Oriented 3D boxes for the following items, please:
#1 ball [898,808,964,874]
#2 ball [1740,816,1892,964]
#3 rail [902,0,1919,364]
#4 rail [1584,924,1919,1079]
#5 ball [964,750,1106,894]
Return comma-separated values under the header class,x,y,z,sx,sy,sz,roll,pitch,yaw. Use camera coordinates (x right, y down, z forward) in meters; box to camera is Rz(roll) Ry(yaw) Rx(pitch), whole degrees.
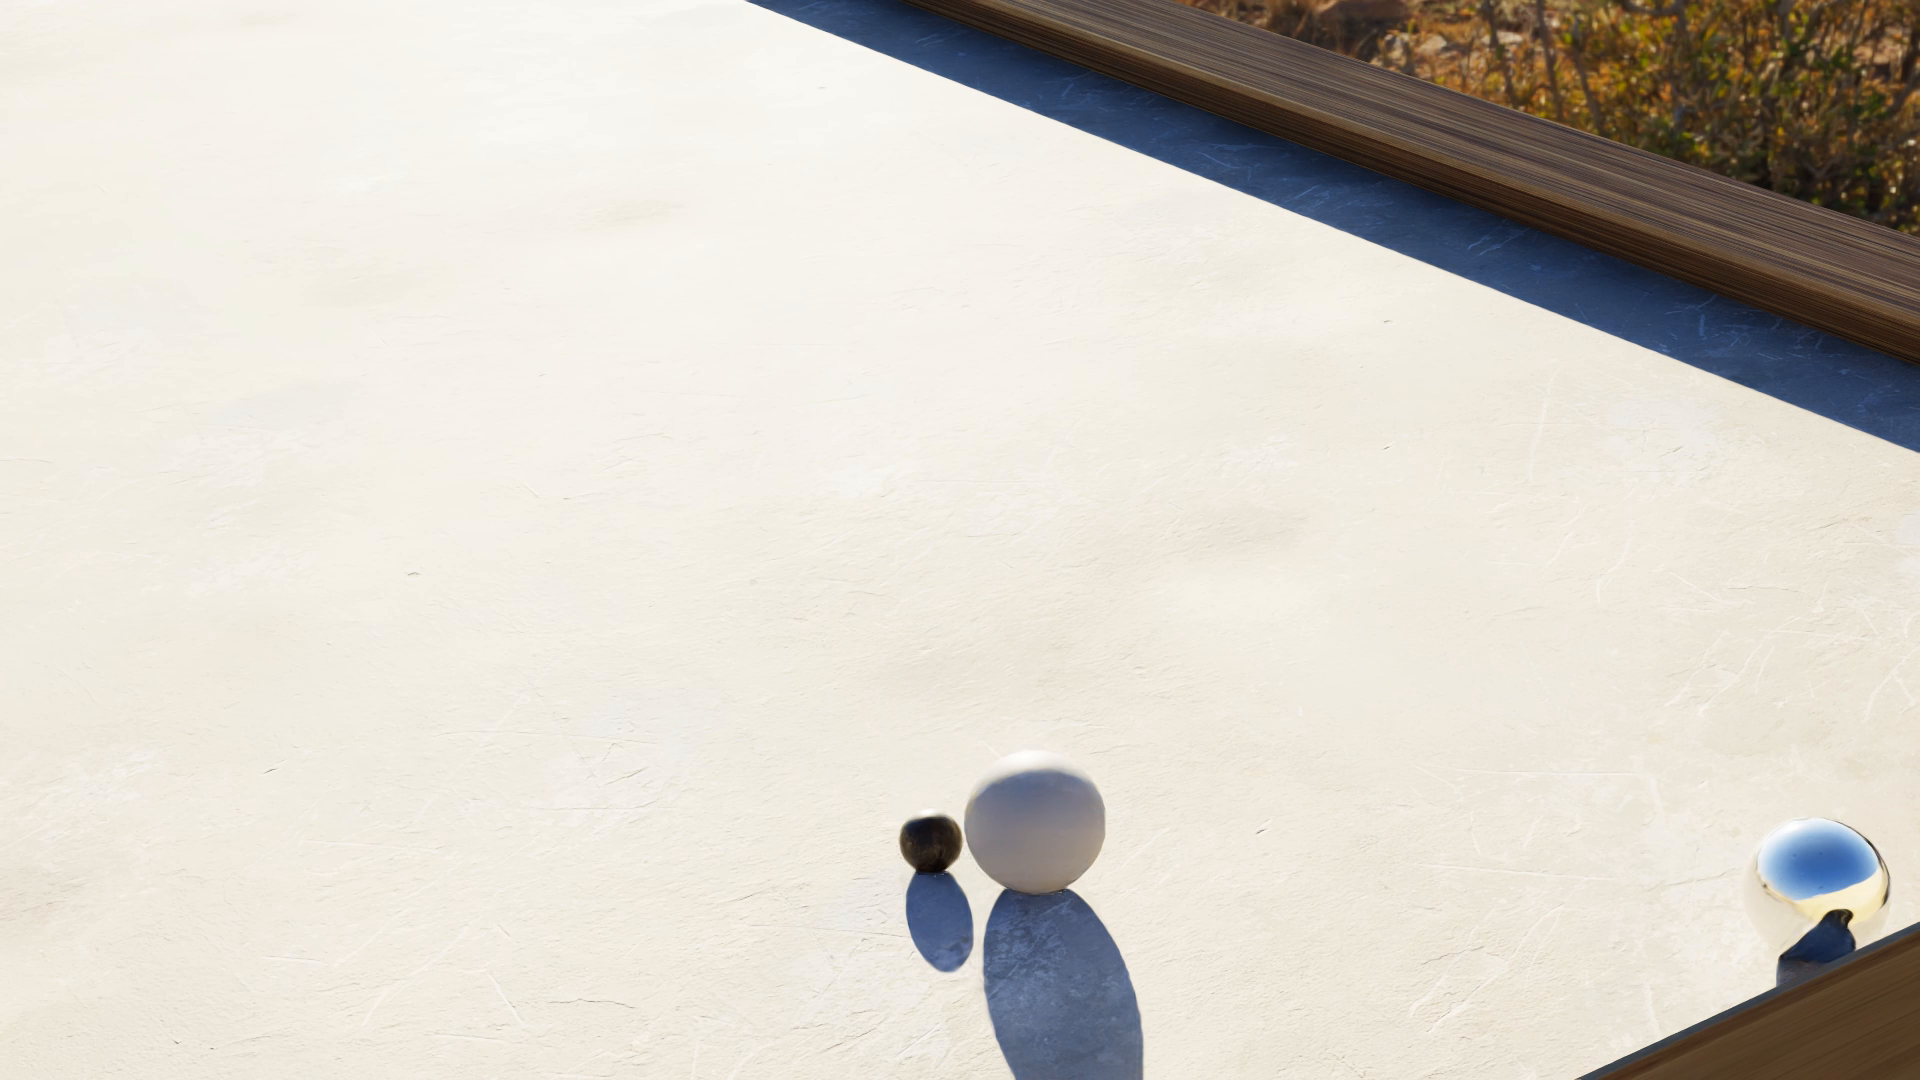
class,x,y,z,sx,sy,sz,roll,pitch,yaw
ball,-0.018,0.188,1.841,0.041,0.041,0.041,0,24,0
ball,0.507,0.207,1.743,0.087,0.087,0.087,0,24,0
rail,0.292,-0.536,3.367,0.045,0.115,3.449,-16,29,-31
rail,0.477,0.256,1.595,1.951,0.115,0.045,-16,29,-31
ball,0.046,0.174,1.815,0.089,0.089,0.089,0,24,0
